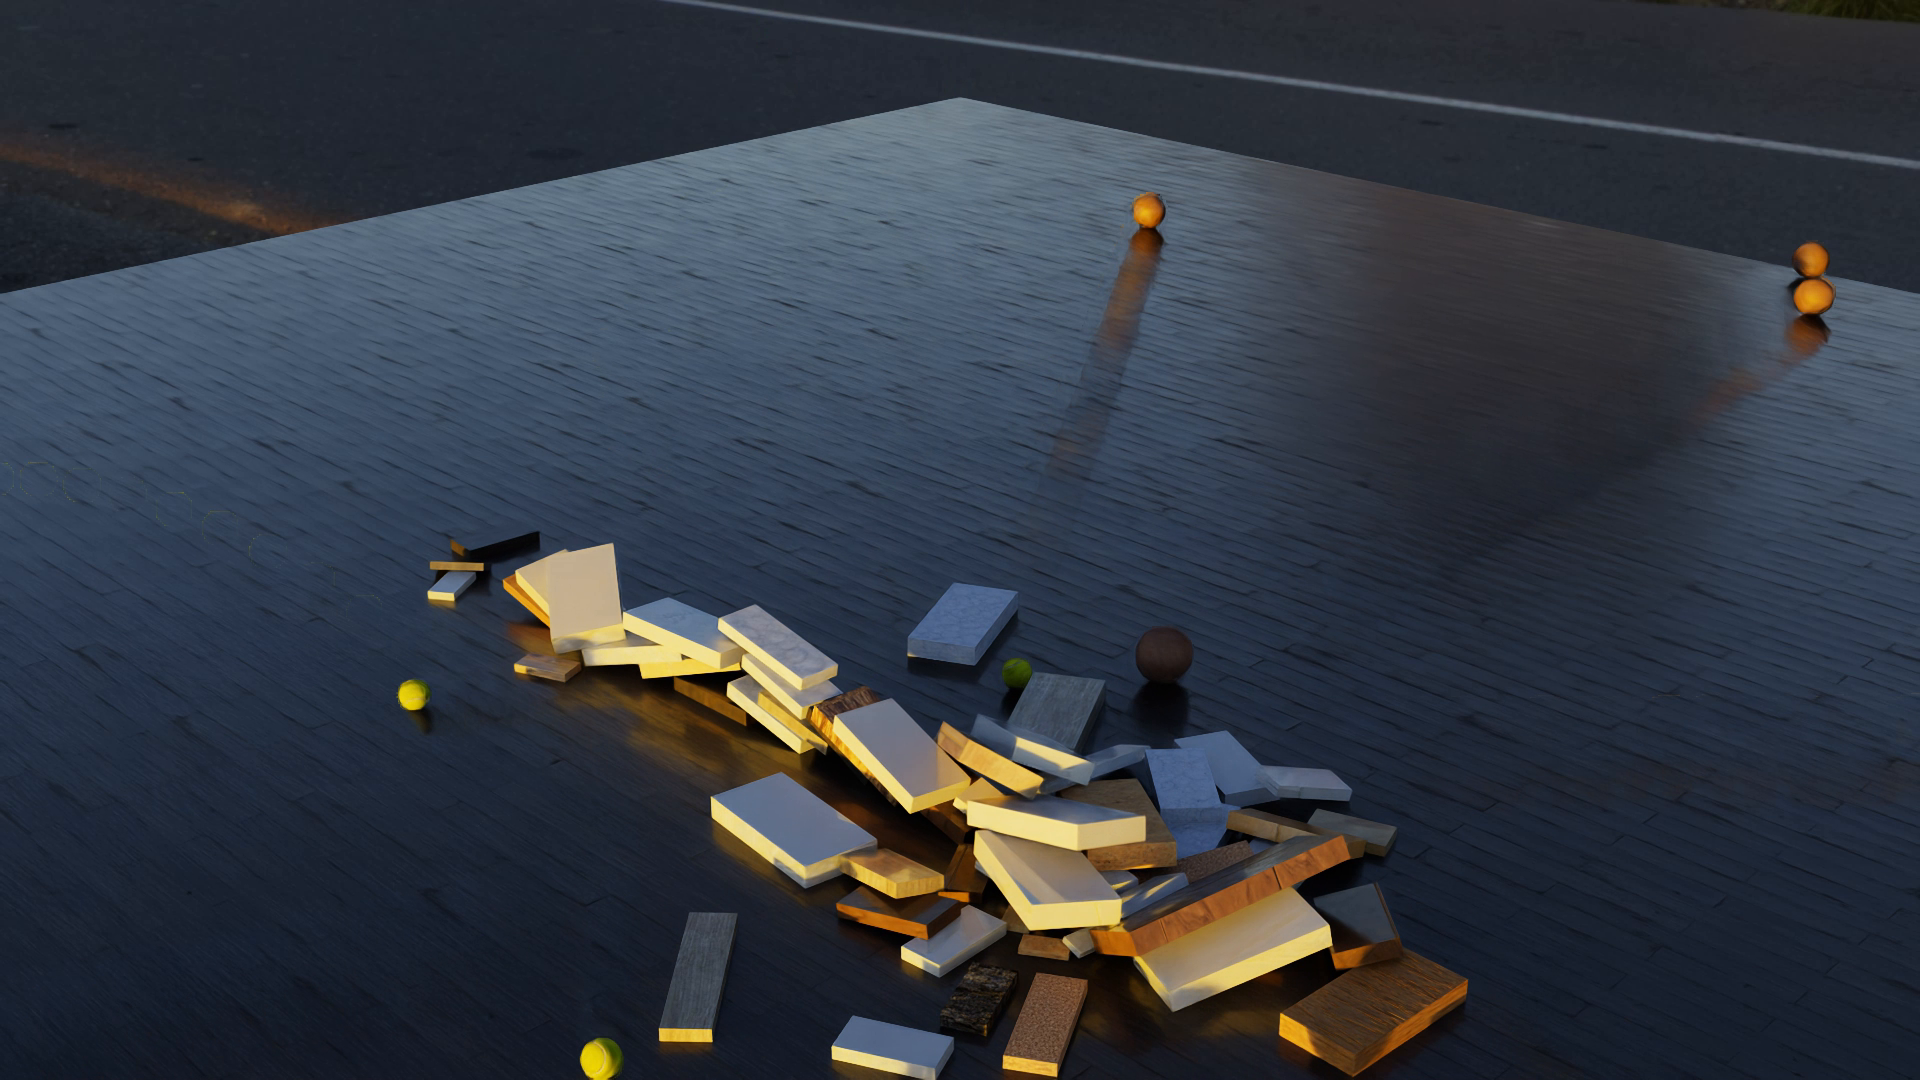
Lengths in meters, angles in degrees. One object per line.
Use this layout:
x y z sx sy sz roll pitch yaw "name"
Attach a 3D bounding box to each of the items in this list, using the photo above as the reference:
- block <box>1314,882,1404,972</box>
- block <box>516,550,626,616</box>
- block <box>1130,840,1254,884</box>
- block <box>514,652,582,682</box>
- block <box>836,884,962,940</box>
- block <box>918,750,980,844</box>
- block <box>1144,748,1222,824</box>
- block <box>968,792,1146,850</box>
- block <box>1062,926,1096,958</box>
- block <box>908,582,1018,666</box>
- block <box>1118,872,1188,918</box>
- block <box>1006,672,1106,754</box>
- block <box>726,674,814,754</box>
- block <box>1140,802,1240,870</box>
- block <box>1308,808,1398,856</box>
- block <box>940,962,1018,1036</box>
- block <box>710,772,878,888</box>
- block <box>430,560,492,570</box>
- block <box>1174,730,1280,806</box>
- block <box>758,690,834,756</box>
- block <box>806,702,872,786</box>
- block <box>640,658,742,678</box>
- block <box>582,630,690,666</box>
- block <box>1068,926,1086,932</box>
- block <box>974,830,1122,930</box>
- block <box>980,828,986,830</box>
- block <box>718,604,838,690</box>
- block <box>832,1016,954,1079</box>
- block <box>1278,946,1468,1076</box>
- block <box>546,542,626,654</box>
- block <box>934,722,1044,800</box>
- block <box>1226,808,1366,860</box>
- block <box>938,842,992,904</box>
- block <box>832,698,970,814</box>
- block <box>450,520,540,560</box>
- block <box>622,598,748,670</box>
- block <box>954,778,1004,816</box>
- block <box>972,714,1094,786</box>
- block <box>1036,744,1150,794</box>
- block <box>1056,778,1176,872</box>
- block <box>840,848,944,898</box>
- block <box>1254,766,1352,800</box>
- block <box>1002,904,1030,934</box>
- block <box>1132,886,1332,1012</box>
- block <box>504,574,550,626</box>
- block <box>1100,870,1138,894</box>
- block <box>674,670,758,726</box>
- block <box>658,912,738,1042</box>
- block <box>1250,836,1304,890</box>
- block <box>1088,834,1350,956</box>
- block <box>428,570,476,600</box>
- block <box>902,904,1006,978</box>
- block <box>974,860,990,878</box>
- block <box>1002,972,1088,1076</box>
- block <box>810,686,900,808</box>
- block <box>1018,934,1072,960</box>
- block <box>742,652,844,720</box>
0.719 0.698 3.983 0.122 0.035 0.245 -15 14 5 "block"
-0.934 0.134 5.278 0.139 0.039 0.277 -25 47 -30 "block"
0.432 0.634 4.160 0.258 0.023 0.083 -16 26 -3 "block"
-0.946 0.291 5.049 0.136 0.019 0.068 10 25 22 "block"
-0.114 0.683 4.075 0.209 0.030 0.104 7 22 35 "block"
-0.037 0.501 4.443 0.142 0.040 0.283 -21 44 -39 "block"
0.451 0.497 4.455 0.122 0.035 0.245 -1 23 -3 "block"
0.179 0.529 4.148 0.165 0.047 0.329 -2 3 -37 "block"
0.236 0.728 4.004 0.093 0.013 0.046 -14 43 -39 "block"
0.010 0.197 5.236 0.165 0.047 0.330 8 24 17 "block"
0.330 0.656 4.039 0.170 0.024 0.085 -19 -1 -36 "block"
0.203 0.388 4.786 0.165 0.047 0.330 6 24 14 "block"
-0.380 0.367 4.788 0.125 0.035 0.250 -21 42 -40 "block"
0.456 0.587 4.332 0.125 0.035 0.250 10 25 21 "block"
0.775 0.580 4.364 0.166 0.023 0.083 11 25 24 "block"
0.034 0.800 3.844 0.085 0.024 0.170 8 24 18 "block"
-0.331 0.571 4.355 0.169 0.048 0.338 -17 28 -34 "block"
-1.261 0.065 5.553 0.136 0.019 0.068 2 1 4 "block"
0.554 0.478 4.589 0.125 0.035 0.250 -8 24 -18 "block"
-0.319 0.376 4.724 0.111 0.031 0.221 -22 43 -41 "block"
-0.215 0.419 4.630 0.111 0.031 0.221 -16 49 -37 "block"
-0.586 0.268 4.984 0.250 0.035 0.125 -6 13 22 "block"
-0.712 0.243 5.036 0.277 0.039 0.139 -4 14 30 "block"
0.248 0.709 4.073 0.093 0.013 0.046 -14 27 -29 "block"
0.157 0.618 4.044 0.169 0.048 0.338 -1 16 -17 "block"
0.100 0.599 4.226 0.081 0.023 0.162 -2 26 -18 "block"
-0.400 0.233 4.818 0.104 0.030 0.280 -21 42 -41 "block"
-0.113 0.857 3.708 0.184 0.026 0.092 8 24 18 "block"
0.716 0.807 3.801 0.318 0.045 0.159 -20 30 -39 "block"
-0.882 0.135 5.171 0.165 0.047 0.329 -12 36 -5 "block"
0.053 0.436 4.376 0.165 0.047 0.329 28 -3 -9 "block"
0.658 0.575 4.302 0.245 0.035 0.122 13 2 27 "block"
0.021 0.639 4.224 0.085 0.024 0.169 5 24 13 "block"
-0.120 0.433 4.447 0.142 0.040 0.283 -15 41 -34 "block"
-1.209 0.000 5.724 0.203 0.029 0.101 -18 29 -37 "block"
-0.598 0.207 4.927 0.310 0.039 0.139 19 25 35 "block"
0.078 0.547 4.350 0.169 0.024 0.085 37 42 20 "block"
0.143 0.421 4.437 0.165 0.047 0.330 20 -1 -14 "block"
0.256 0.470 4.517 0.321 0.024 0.085 -13 8 -43 "block"
0.301 0.554 4.304 0.169 0.048 0.378 -3 12 -6 "block"
-0.131 0.630 4.163 0.104 0.030 0.209 -4 10 -33 "block"
0.702 0.497 4.496 0.180 0.025 0.090 6 19 -26 "block"
0.117 0.695 4.104 0.056 0.016 0.112 7 24 16 "block"
0.482 0.722 3.918 0.318 0.045 0.159 -19 27 -14 "block"
-1.005 0.135 5.325 0.101 0.029 0.203 -30 50 -34 "block"
0.242 0.645 4.099 0.162 0.023 0.081 -11 19 -23 "block"
-0.512 0.339 4.917 0.250 0.035 0.125 21 31 40 "block"
-0.461 0.772 3.908 0.090 0.026 0.362 1 23 2 "block"
0.574 0.647 4.189 0.125 0.035 0.250 13 26 28 "block"
0.473 0.642 3.990 0.472 0.045 0.159 -20 0 -25 "block"
-1.263 0.112 5.473 0.068 0.019 0.136 5 23 11 "block"
-0.010 0.730 4.007 0.092 0.026 0.184 19 29 37 "block"
0.087 0.635 4.190 0.056 0.016 0.112 -16 33 -41 "block"
0.148 0.829 3.774 0.092 0.026 0.250 6 24 14 "block"
-0.166 0.426 4.580 0.142 0.040 0.284 -20 51 -39 "block"
0.156 0.741 3.999 0.093 0.013 0.046 5 24 13 "block"
-0.364 0.303 4.771 0.111 0.031 0.221 -17 40 -37 "block"
